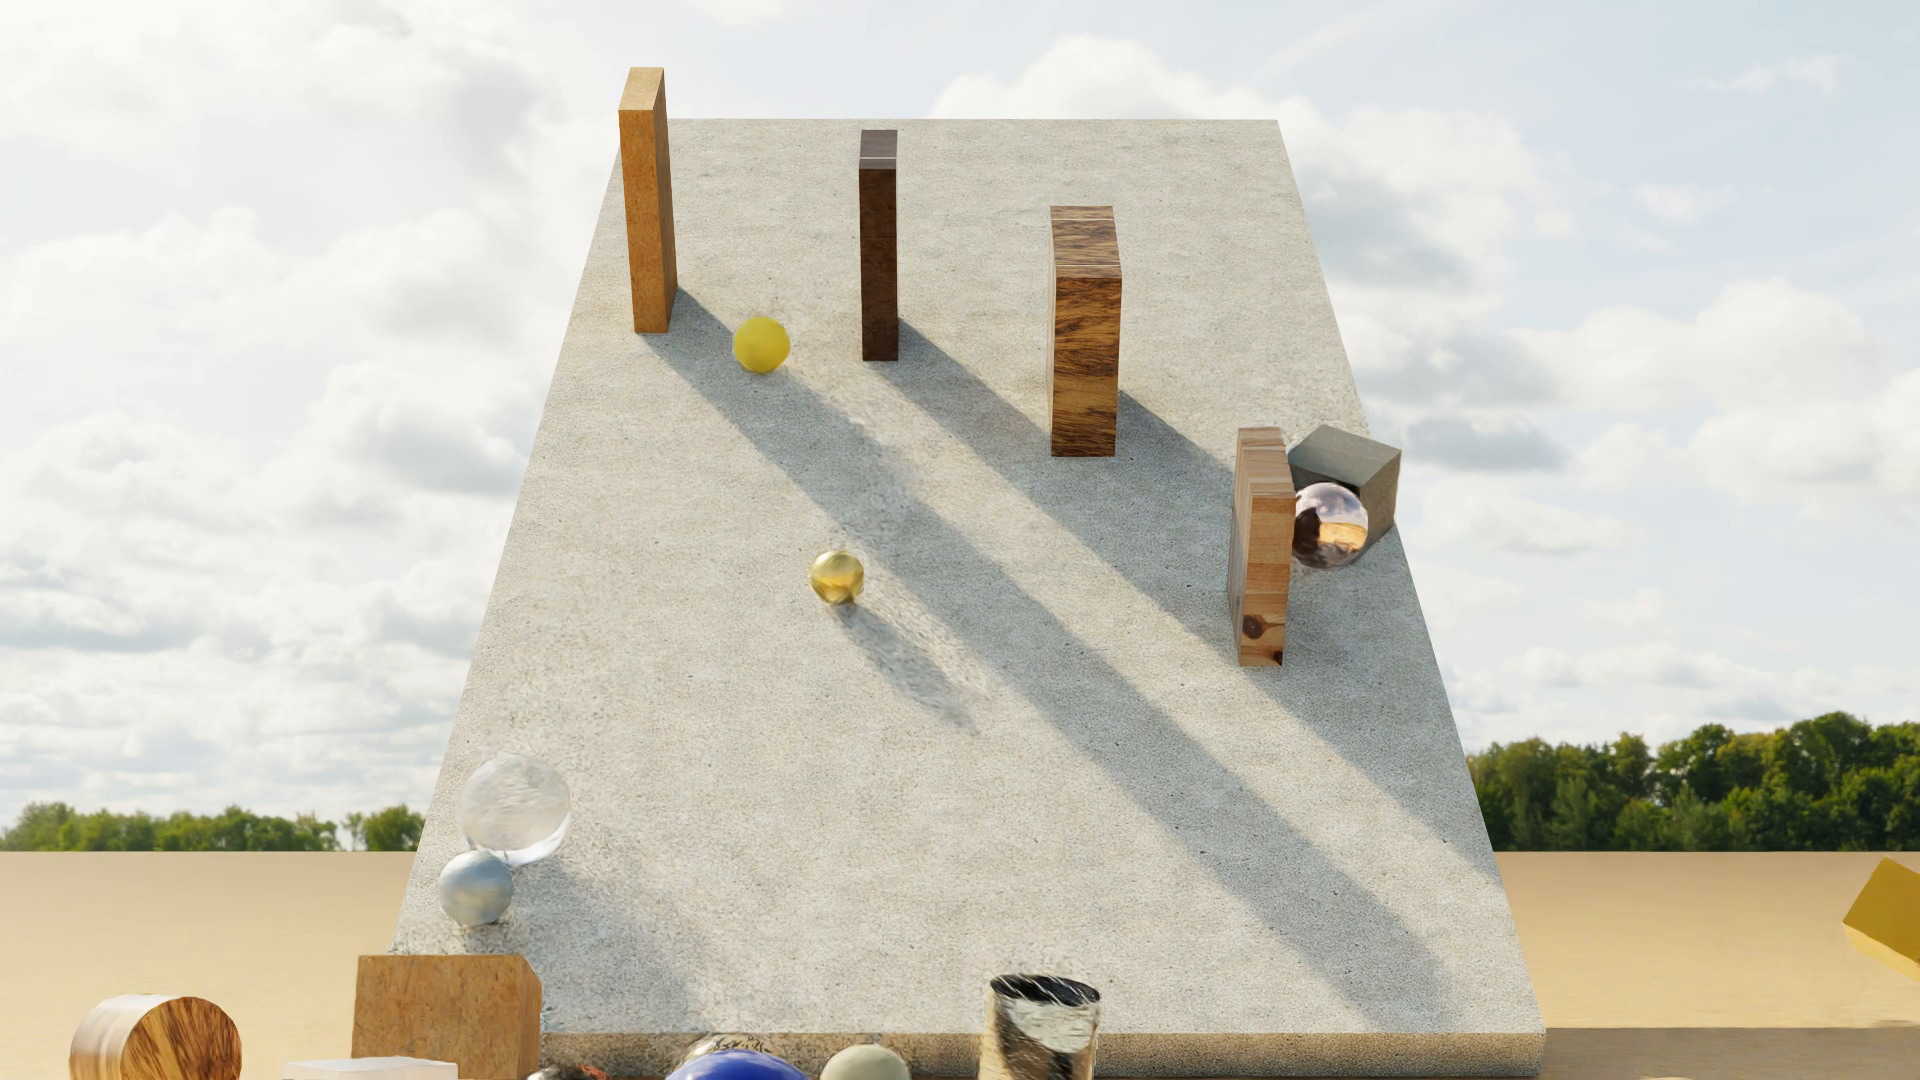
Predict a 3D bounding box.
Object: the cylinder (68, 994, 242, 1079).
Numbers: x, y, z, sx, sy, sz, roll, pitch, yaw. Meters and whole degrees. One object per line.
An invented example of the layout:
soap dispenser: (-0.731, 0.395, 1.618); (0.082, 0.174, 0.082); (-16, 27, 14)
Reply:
cylinder: (-1.143, 0.737, 3.477); (0.177, 0.177, 0.177); (7, -11, -42)

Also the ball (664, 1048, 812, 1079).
ball: (-0.211, 0.583, 2.310); (0.201, 0.201, 0.201); (0, -7, 0)

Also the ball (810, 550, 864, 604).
ball: (-0.262, 0.079, 5.232); (0.117, 0.117, 0.117); (0, -7, 0)

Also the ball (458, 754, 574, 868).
ball: (-0.813, 0.495, 4.484); (0.207, 0.207, 0.207); (0, -7, 0)

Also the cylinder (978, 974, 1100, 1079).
cylinder: (0.115, 0.737, 3.576); (0.164, 0.164, 0.164); (6, 5, -1)

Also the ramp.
ramp: (-0.015, -0.188, 5.863); (2.000, 0.100, 4.000); (0, 32, 0)

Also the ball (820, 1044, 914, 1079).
ball: (-0.125, 0.736, 3.252); (0.131, 0.131, 0.131); (0, -7, 0)

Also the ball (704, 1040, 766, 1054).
ball: (-0.313, 0.758, 3.405); (0.124, 0.124, 0.124); (0, -7, 0)

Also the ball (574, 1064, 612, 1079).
ball: (-0.492, 0.735, 3.166); (0.111, 0.111, 0.111); (0, -7, 0)

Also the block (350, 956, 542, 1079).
block: (-0.670, 0.668, 3.204); (0.210, 0.210, 0.210); (0, -21, -2)

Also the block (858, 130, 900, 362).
block: (-0.201, -0.739, 6.152); (0.090, 0.523, 0.245); (0, 32, 0)

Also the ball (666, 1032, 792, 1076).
ball: (-0.271, 0.670, 2.911); (0.168, 0.168, 0.168); (0, -7, 0)

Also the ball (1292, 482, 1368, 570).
ball: (0.781, -0.030, 5.248); (0.187, 0.187, 0.187); (0, -7, 0)

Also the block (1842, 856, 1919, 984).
block: (2.140, 0.864, 5.546); (0.181, 0.181, 0.181); (30, -10, 36)

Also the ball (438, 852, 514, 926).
ball: (-0.861, 0.620, 4.354); (0.133, 0.133, 0.133); (0, -7, 0)

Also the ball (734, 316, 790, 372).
ball: (-0.495, -0.488, 6.110); (0.141, 0.141, 0.141); (0, -7, 0)

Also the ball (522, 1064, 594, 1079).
ball: (-0.495, 0.707, 3.001); (0.126, 0.126, 0.126); (0, -7, 0)

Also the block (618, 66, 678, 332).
block: (-0.796, -0.869, 6.271); (0.085, 0.612, 0.284); (0, 32, 0)

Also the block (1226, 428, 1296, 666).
block: (0.621, 0.014, 5.071); (0.087, 0.406, 0.282); (0, 32, 0)

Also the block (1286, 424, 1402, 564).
block: (0.840, -0.104, 5.454); (0.199, 0.199, 0.199); (21, 38, 29)

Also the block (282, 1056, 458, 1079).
block: (-0.676, 0.671, 2.792); (0.146, 0.146, 0.146); (6, -9, -40)

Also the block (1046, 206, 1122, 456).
block: (0.291, -0.498, 5.825); (0.150, 0.468, 0.390); (0, 32, 0)
